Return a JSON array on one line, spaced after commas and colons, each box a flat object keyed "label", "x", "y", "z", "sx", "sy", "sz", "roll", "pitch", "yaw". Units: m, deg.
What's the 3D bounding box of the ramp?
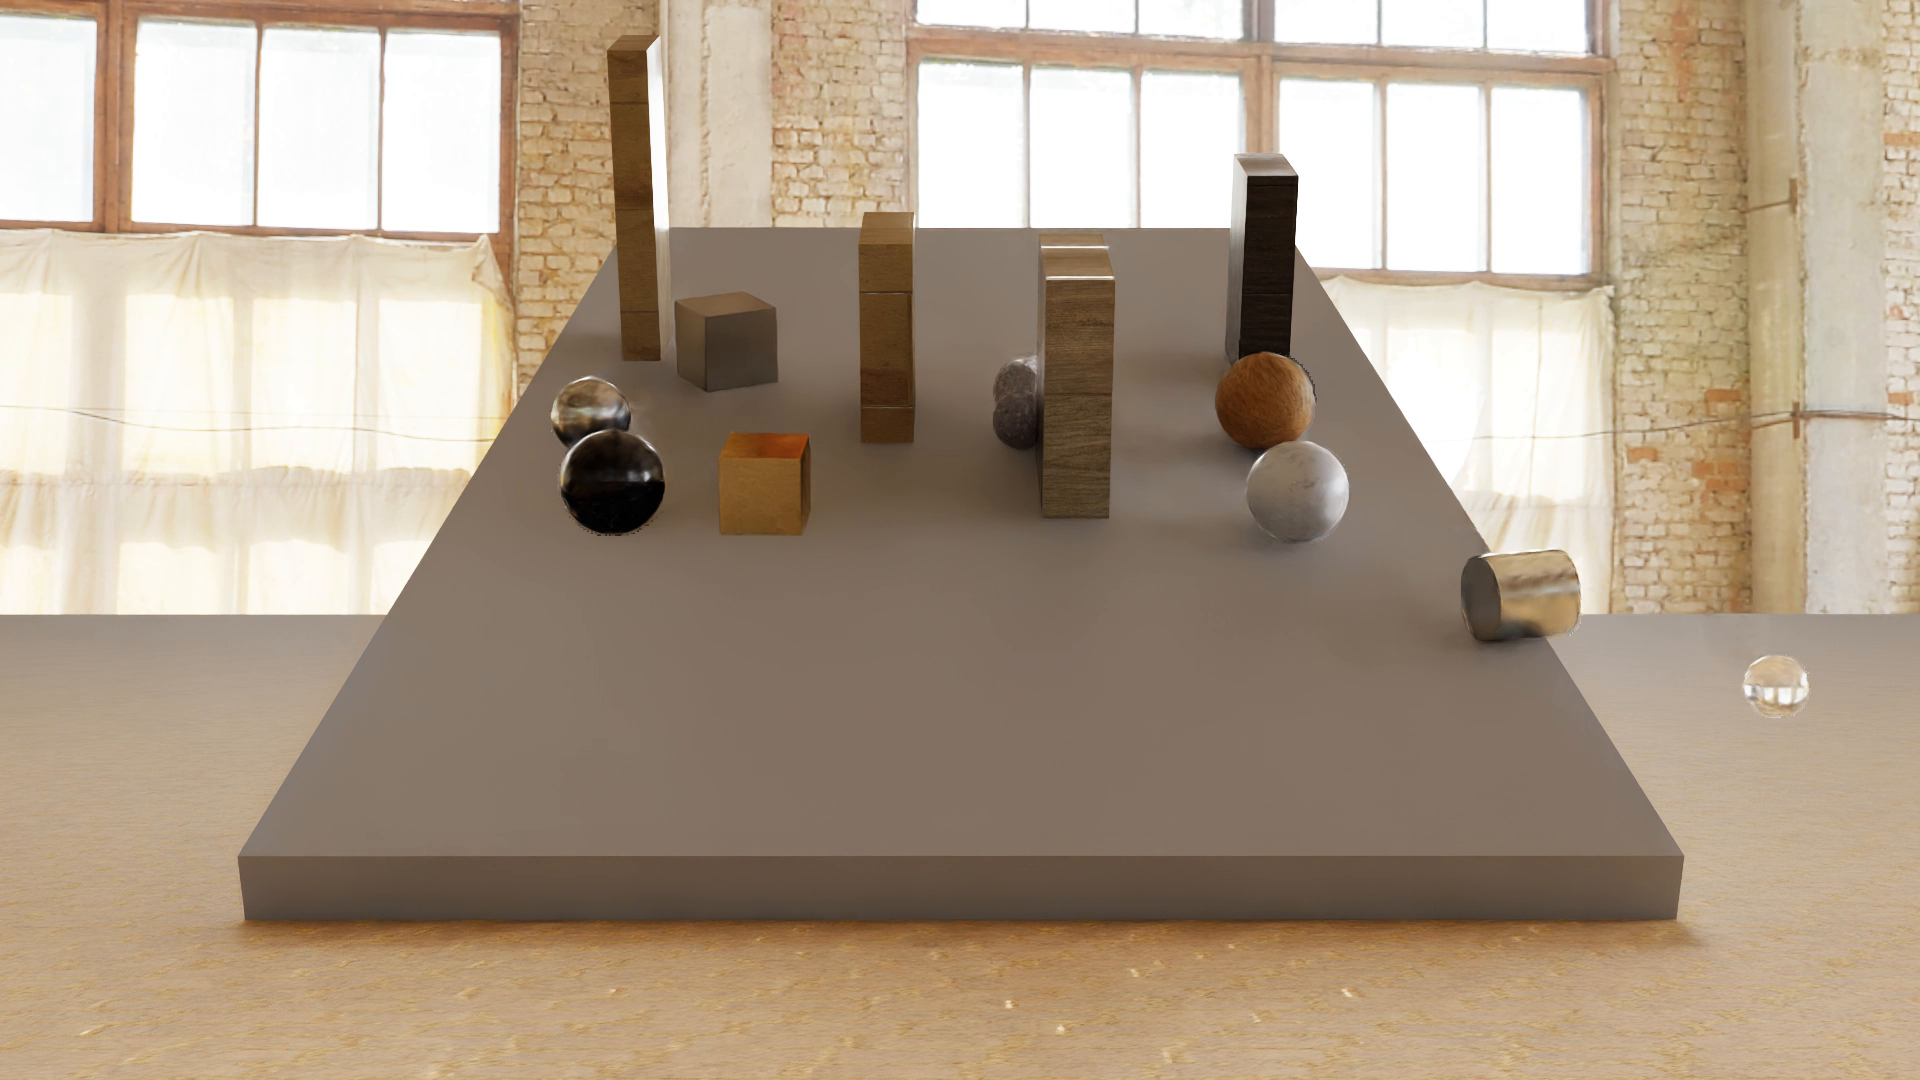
[{"label": "ramp", "x": -0.005, "y": -0.209, "z": 5.031, "sx": 2.000, "sy": 0.100, "sz": 4.000, "roll": 0, "pitch": 20, "yaw": 0}]

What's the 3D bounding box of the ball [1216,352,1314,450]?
[{"label": "ball", "x": 0.646, "y": -0.294, "z": 4.819, "sx": 0.209, "sy": 0.209, "sz": 0.209, "roll": 0, "pitch": -2, "yaw": 0}]

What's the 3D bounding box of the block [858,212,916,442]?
[{"label": "block", "x": -0.156, "y": -0.469, "z": 4.962, "sx": 0.112, "sy": 0.434, "sz": 0.320, "roll": 0, "pitch": 20, "yaw": 0}]

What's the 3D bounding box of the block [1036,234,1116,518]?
[{"label": "block", "x": 0.226, "y": -0.333, "z": 4.536, "sx": 0.130, "sy": 0.477, "sz": 0.395, "roll": 0, "pitch": 20, "yaw": 0}]

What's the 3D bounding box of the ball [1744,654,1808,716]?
[{"label": "ball", "x": 1.570, "y": 0.280, "z": 4.369, "sx": 0.118, "sy": 0.118, "sz": 0.118, "roll": 0, "pitch": -2, "yaw": 0}]

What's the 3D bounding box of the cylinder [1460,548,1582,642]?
[{"label": "cylinder", "x": 0.951, "y": 0.093, "z": 3.857, "sx": 0.148, "sy": 0.148, "sz": 0.148, "roll": -5, "pitch": 0, "yaw": -14}]

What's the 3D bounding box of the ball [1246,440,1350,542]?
[{"label": "ball", "x": 0.637, "y": -0.092, "z": 4.293, "sx": 0.193, "sy": 0.193, "sz": 0.193, "roll": 0, "pitch": -2, "yaw": 0}]

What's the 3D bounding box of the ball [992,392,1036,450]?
[{"label": "ball", "x": 0.130, "y": -0.254, "z": 4.833, "sx": 0.123, "sy": 0.123, "sz": 0.123, "roll": 0, "pitch": -2, "yaw": 0}]

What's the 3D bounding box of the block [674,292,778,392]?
[{"label": "block", "x": -0.548, "y": -0.466, "z": 5.320, "sx": 0.180, "sy": 0.180, "sz": 0.180, "roll": -11, "pitch": 23, "yaw": -28}]

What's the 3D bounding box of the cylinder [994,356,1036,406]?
[{"label": "cylinder", "x": 0.187, "y": -0.328, "z": 4.977, "sx": 0.160, "sy": 0.160, "sz": 0.160, "roll": -18, "pitch": 11, "yaw": -40}]

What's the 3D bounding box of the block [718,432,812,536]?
[{"label": "block", "x": -0.376, "y": -0.109, "z": 4.388, "sx": 0.156, "sy": 0.156, "sz": 0.156, "roll": 1, "pitch": 20, "yaw": 3}]

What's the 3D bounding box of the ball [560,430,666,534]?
[{"label": "ball", "x": -0.662, "y": -0.110, "z": 4.328, "sx": 0.200, "sy": 0.200, "sz": 0.200, "roll": 0, "pitch": -2, "yaw": 0}]

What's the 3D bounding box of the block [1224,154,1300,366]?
[{"label": "block", "x": 0.710, "y": -0.644, "z": 5.364, "sx": 0.118, "sy": 0.489, "sz": 0.272, "roll": 0, "pitch": 20, "yaw": 0}]

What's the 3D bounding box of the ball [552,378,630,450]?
[{"label": "ball", "x": -0.777, "y": -0.259, "z": 4.783, "sx": 0.164, "sy": 0.164, "sz": 0.164, "roll": 0, "pitch": -2, "yaw": 0}]

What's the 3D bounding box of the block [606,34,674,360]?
[{"label": "block", "x": -0.769, "y": -0.826, "z": 5.483, "sx": 0.092, "sy": 0.741, "sz": 0.258, "roll": 0, "pitch": 20, "yaw": 0}]
